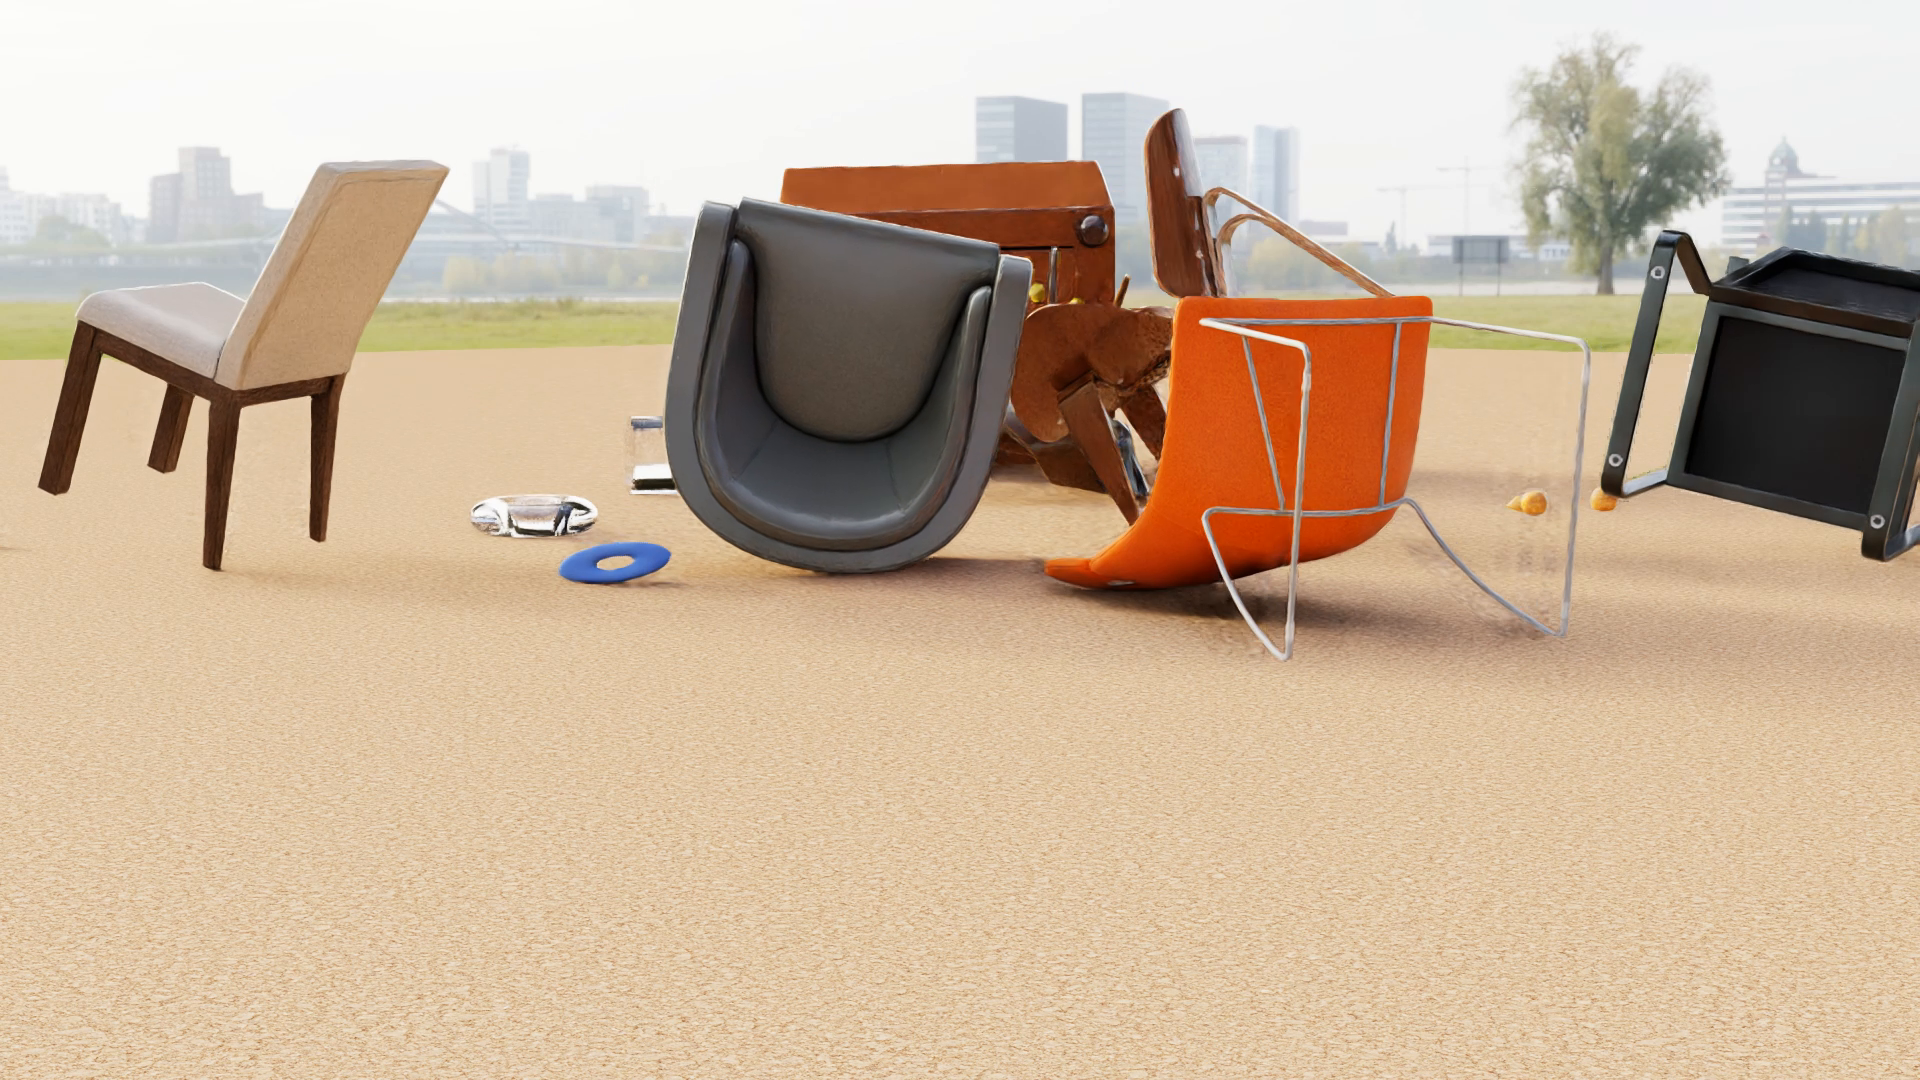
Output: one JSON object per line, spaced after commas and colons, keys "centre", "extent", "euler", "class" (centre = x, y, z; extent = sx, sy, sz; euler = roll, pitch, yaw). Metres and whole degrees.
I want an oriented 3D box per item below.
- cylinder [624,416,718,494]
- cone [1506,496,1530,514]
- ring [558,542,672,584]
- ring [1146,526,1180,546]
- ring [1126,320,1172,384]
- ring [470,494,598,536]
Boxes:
{"centre": [-0.873, -0.256, 7.734], "extent": [0.247, 0.258, 0.206], "euler": [-2, 47, -16], "class": "cylinder"}
{"centre": [1.534, -0.094, 7.107], "extent": [0.080, 0.037, 0.063], "euler": [-6, 38, -43], "class": "cone"}
{"centre": [-0.741, 0.049, 5.511], "extent": [0.242, 0.086, 0.039], "euler": [-8, -10, -6], "class": "ring"}
{"centre": [0.496, -0.007, 6.275], "extent": [0.083, 0.037, 0.107], "euler": [12, 9, 11], "class": "ring"}
{"centre": [0.516, -0.513, 7.012], "extent": [0.053, 0.171, 0.200], "euler": [15, 40, 32], "class": "ring"}
{"centre": [-1.097, -0.062, 6.607], "extent": [0.328, 0.084, 0.324], "euler": [-5, 9, -33], "class": "ring"}
